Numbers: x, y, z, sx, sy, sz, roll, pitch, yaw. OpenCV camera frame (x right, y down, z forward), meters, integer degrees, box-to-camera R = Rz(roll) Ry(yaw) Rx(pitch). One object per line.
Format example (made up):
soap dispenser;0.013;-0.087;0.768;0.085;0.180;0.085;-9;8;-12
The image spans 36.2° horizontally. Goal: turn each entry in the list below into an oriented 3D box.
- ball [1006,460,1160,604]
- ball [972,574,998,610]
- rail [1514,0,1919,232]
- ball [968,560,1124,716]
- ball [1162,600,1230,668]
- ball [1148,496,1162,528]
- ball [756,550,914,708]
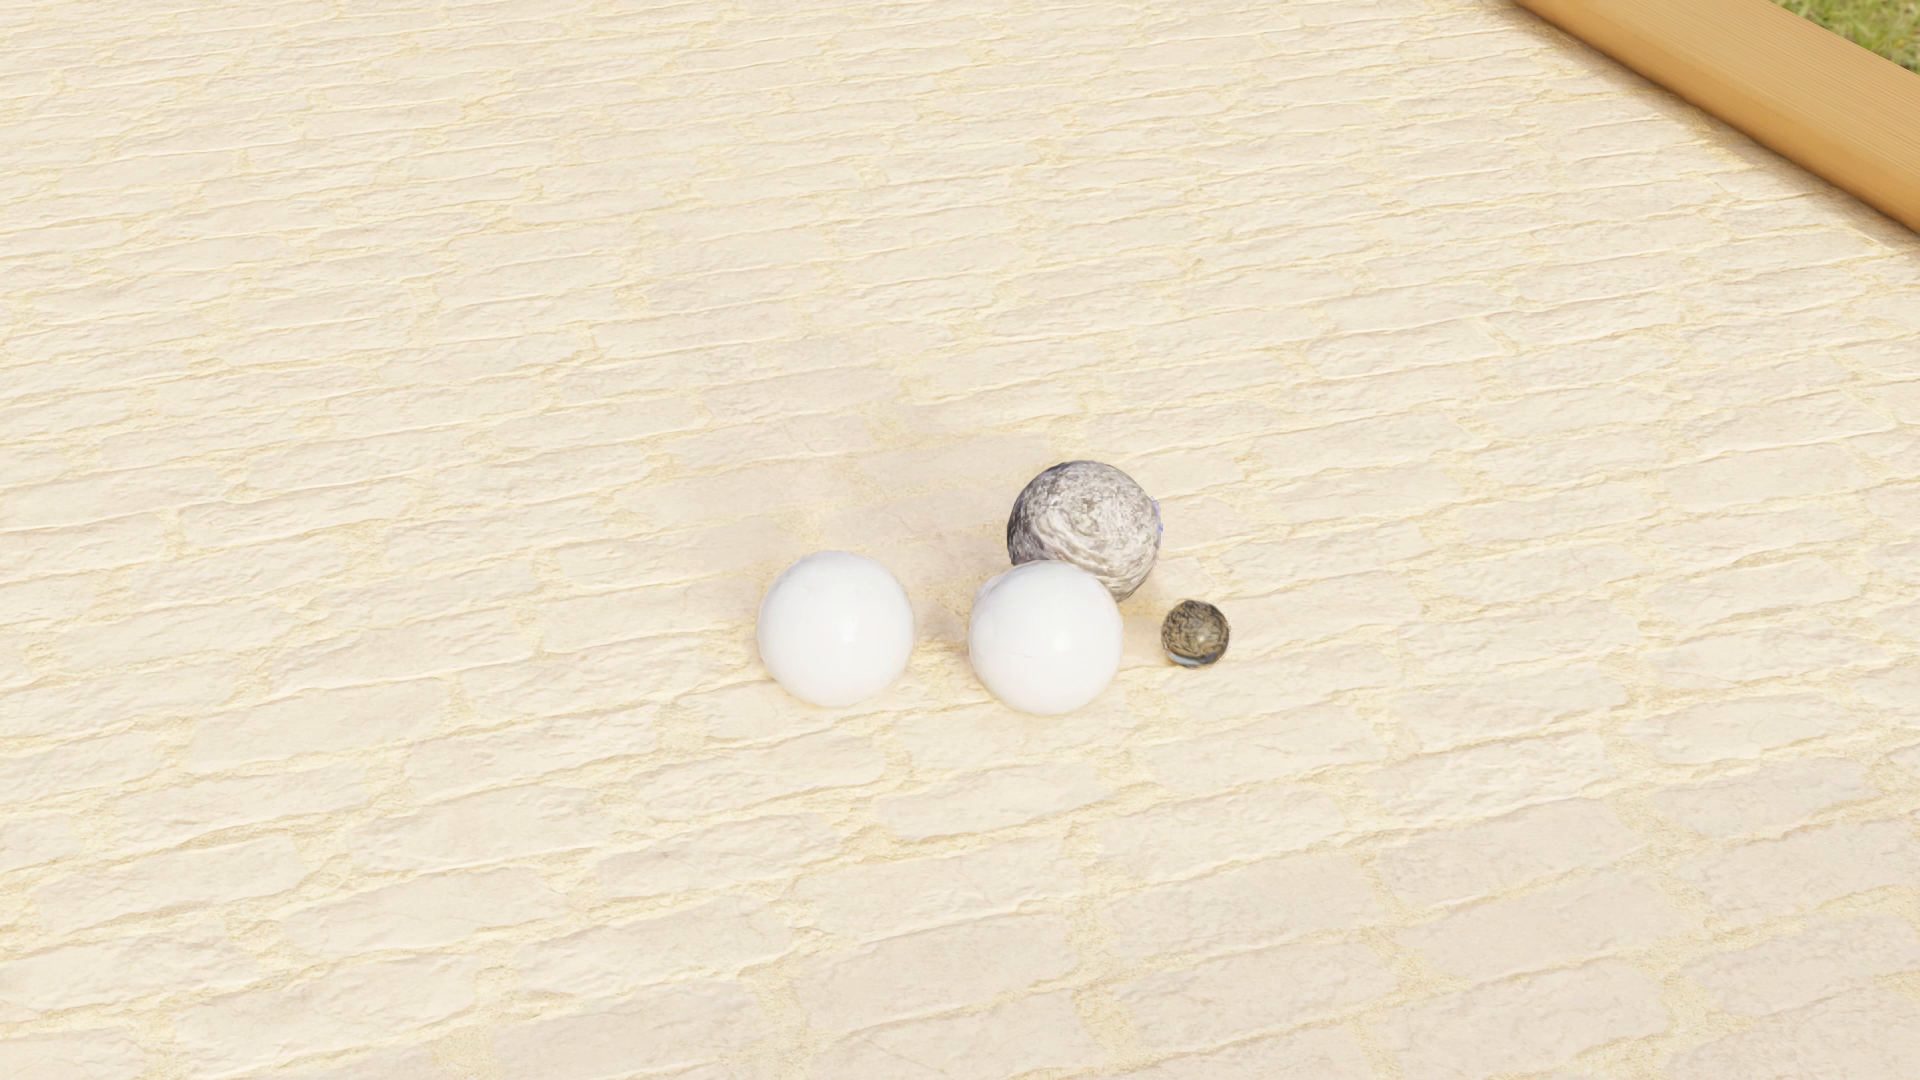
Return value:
ball;0.078;-0.002;1.865;0.097;0.097;0.097;0;27;0
ball;0.033;0.044;1.826;0.050;0.050;0.050;0;27;0
rail;0.593;-0.555;2.895;0.045;0.126;3.521;-9;29;-17
ball;0.051;0.058;1.752;0.093;0.093;0.093;0;27;0
ball;0.145;0.058;1.807;0.043;0.043;0.043;0;27;0
ball;0.108;-0.011;1.935;0.048;0.048;0.048;0;27;0
ball;-0.074;0.053;1.761;0.095;0.095;0.095;0;27;0
